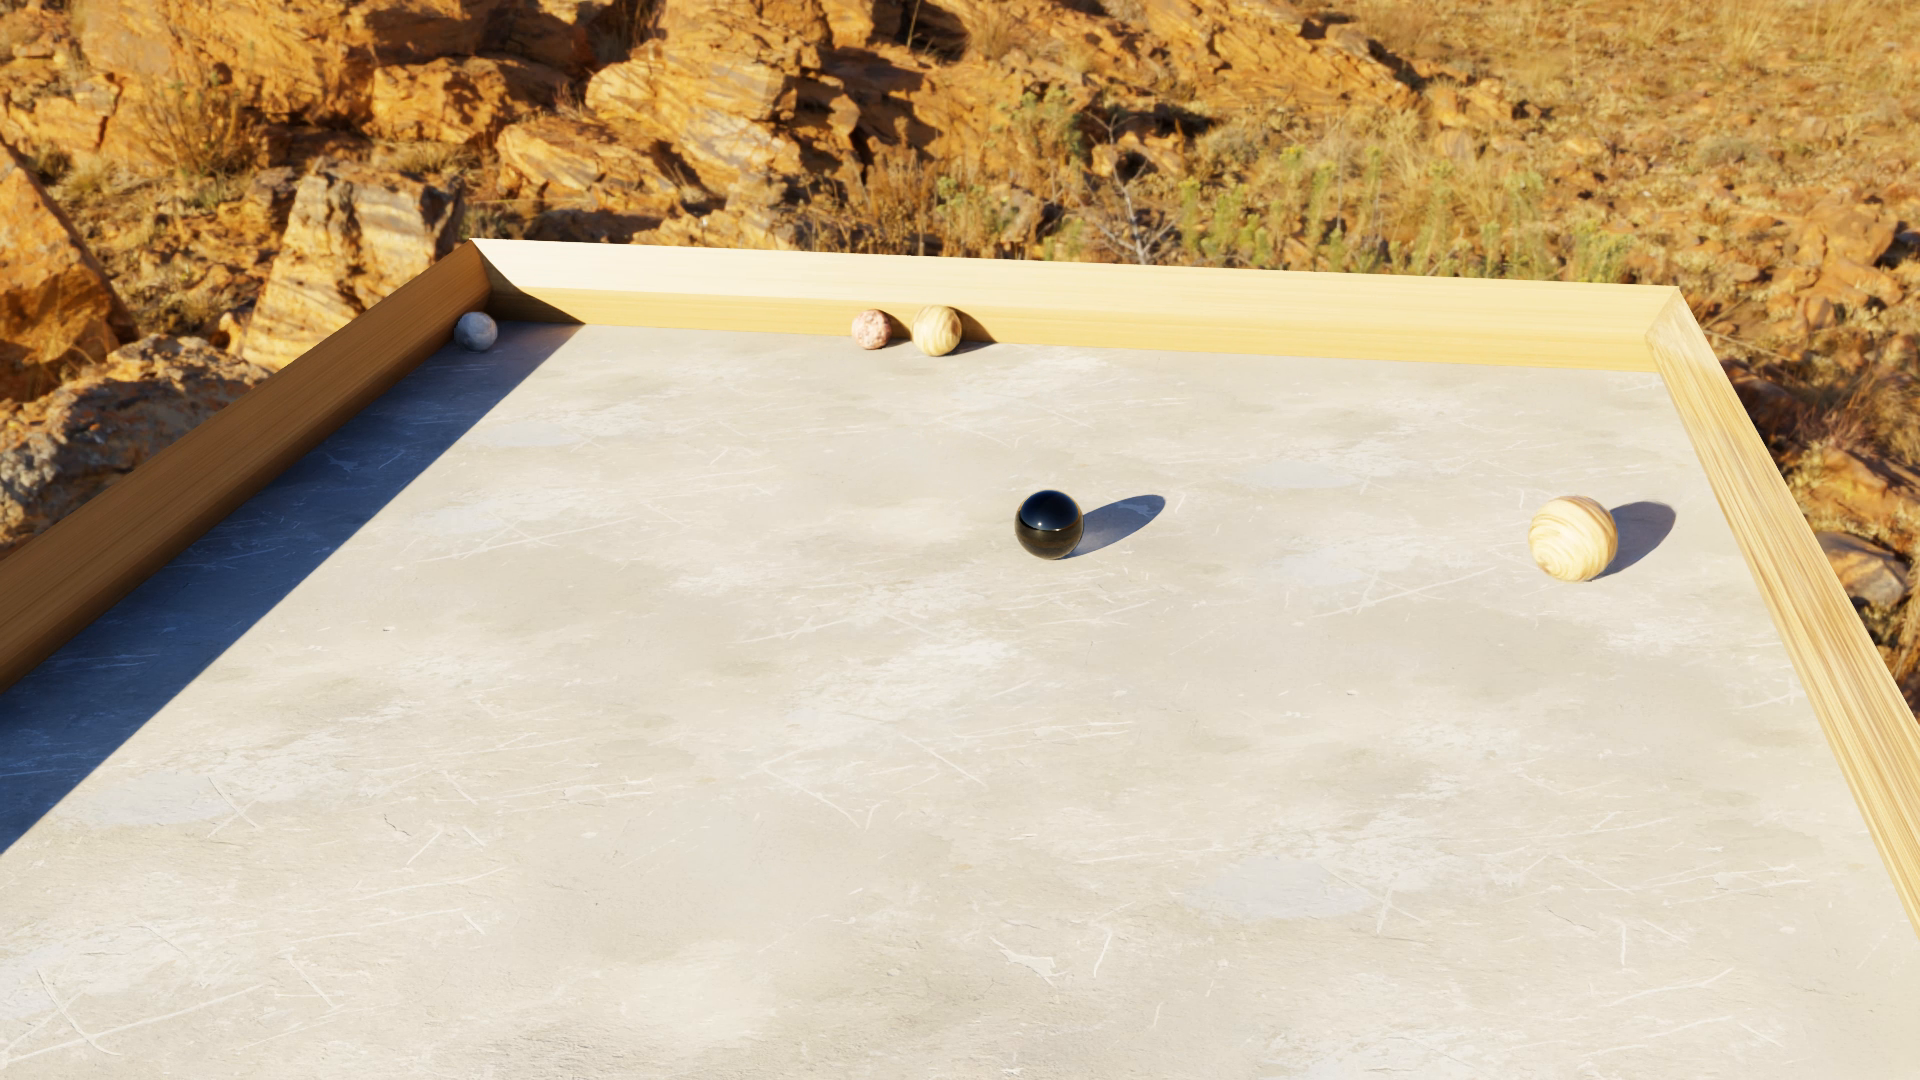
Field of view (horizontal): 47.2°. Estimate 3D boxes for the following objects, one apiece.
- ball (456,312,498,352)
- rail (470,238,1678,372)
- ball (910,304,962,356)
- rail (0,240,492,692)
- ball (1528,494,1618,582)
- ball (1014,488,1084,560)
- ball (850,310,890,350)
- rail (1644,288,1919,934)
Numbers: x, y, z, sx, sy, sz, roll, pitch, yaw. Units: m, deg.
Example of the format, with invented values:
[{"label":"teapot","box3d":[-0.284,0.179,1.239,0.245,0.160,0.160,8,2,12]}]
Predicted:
[{"label":"ball","box3d":[-0.707,-0.305,3.216,0.060,0.060,0.060,0,22,0]},{"label":"rail","box3d":[0.129,-0.340,3.215,1.774,0.125,0.045,3,22,8]},{"label":"ball","box3d":[-0.035,-0.305,3.198,0.075,0.075,0.075,0,22,0]},{"label":"rail","box3d":[-0.986,0.245,1.770,0.045,0.125,3.470,3,22,8]},{"label":"ball","box3d":[0.674,-0.002,2.421,0.096,0.096,0.096,0,22,0]},{"label":"ball","box3d":[0.101,-0.018,2.482,0.080,0.080,0.080,0,22,0]},{"label":"ball","box3d":[-0.131,-0.309,3.232,0.058,0.058,0.058,0,22,0]},{"label":"rail","box3d":[0.720,0.344,1.525,0.045,0.125,3.470,3,22,8]}]
